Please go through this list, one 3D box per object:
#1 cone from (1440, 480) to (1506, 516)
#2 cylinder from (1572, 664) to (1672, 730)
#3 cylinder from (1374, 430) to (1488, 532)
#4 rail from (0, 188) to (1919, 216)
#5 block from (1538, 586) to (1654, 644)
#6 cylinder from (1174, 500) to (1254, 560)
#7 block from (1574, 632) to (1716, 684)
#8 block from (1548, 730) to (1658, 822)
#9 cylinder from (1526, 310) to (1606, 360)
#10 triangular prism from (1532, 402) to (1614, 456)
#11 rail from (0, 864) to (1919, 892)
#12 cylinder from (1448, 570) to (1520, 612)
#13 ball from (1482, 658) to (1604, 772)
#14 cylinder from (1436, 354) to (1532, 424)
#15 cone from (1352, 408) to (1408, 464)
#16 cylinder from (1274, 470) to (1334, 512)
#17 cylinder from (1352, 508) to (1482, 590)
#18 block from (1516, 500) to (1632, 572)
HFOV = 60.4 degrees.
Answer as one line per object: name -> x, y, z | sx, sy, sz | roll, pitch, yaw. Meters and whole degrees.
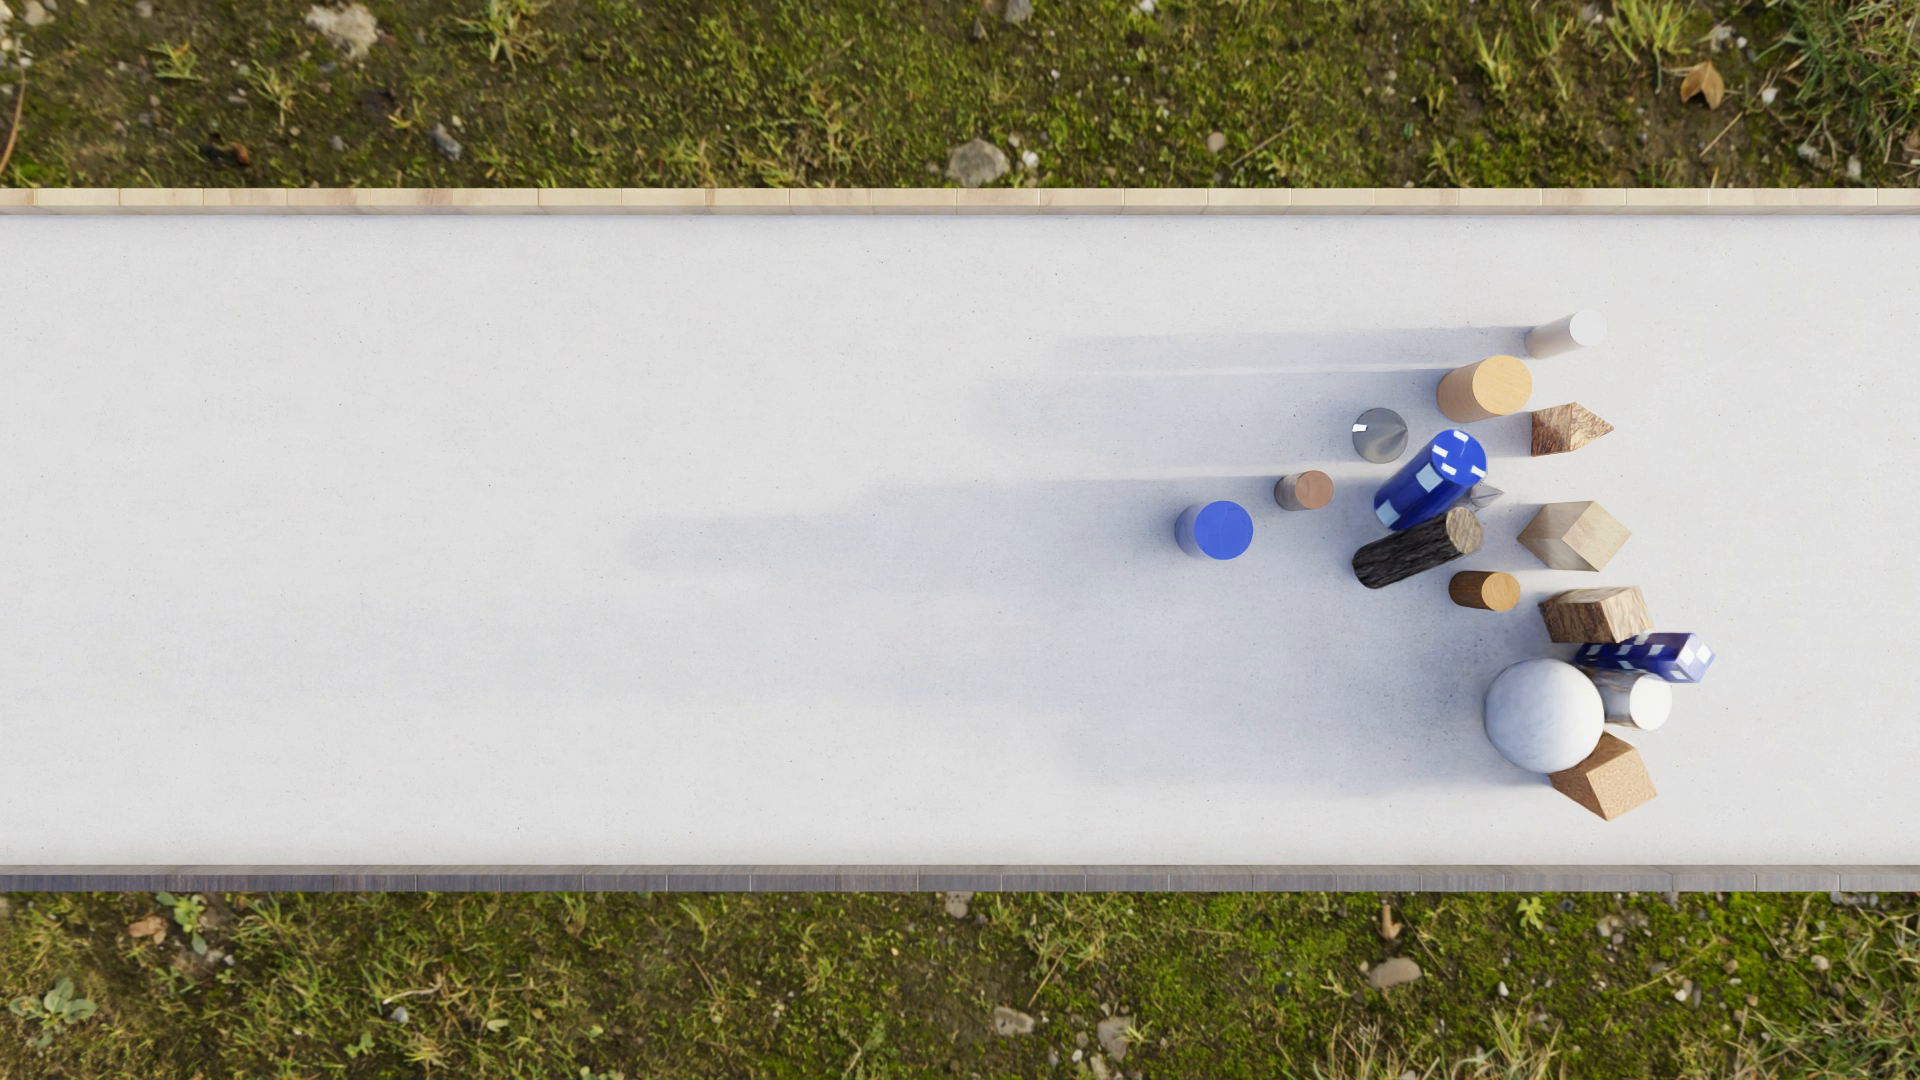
cone -> 1.532, -0.133, 4.851 | 0.157, 0.450, 0.157 | 0, 90, 0
cylinder -> 1.920, 0.463, 4.894 | 0.164, 0.326, 0.164 | 0, 91, -25
cylinder -> 1.387, -0.168, 4.880 | 0.176, 0.352, 0.176 | 6, 65, -13
rail -> -2.247, -1.025, 5.002 | 12.000, 0.150, 0.050 | 0, 90, 0
block -> 1.880, 0.223, 4.888 | 0.127, 0.361, 0.127 | -21, 90, -9
cylinder -> 0.744, -0.027, 4.865 | 0.168, 0.423, 0.168 | 0, 90, 0
block -> 2.010, 0.345, 4.857 | 0.104, 0.414, 0.104 | 42, 74, -13
block -> 1.878, 0.677, 4.888 | 0.162, 0.355, 0.162 | -27, 99, -1
cylinder -> 1.794, -0.607, 4.894 | 0.106, 0.366, 0.106 | 0, 90, 0
triangular prism -> 1.794, -0.343, 4.912 | 0.140, 0.329, 0.121 | -28, 90, 0
rail -> -2.247, 1.025, 5.001 | 12.000, 0.150, 0.050 | 0, 90, 0
cylinder -> 1.560, 0.150, 4.915 | 0.113, 0.322, 0.113 | 0, 90, 0
ball -> 1.693, 0.508, 4.790 | 0.332, 0.332, 0.332 | 0, 90, 0
cylinder -> 1.552, -0.444, 4.898 | 0.171, 0.358, 0.171 | 0, 90, 0
cone -> 1.294, -0.320, 4.920 | 0.174, 0.313, 0.174 | 0, 90, 0
cylinder -> 1.023, -0.145, 4.917 | 0.113, 0.319, 0.113 | 0, 90, 0
cylinder -> 1.345, 0.028, 4.871 | 0.137, 0.402, 0.137 | 9, 69, -26
block -> 1.813, -0.011, 4.885 | 0.145, 0.383, 0.145 | 40, 90, 0
